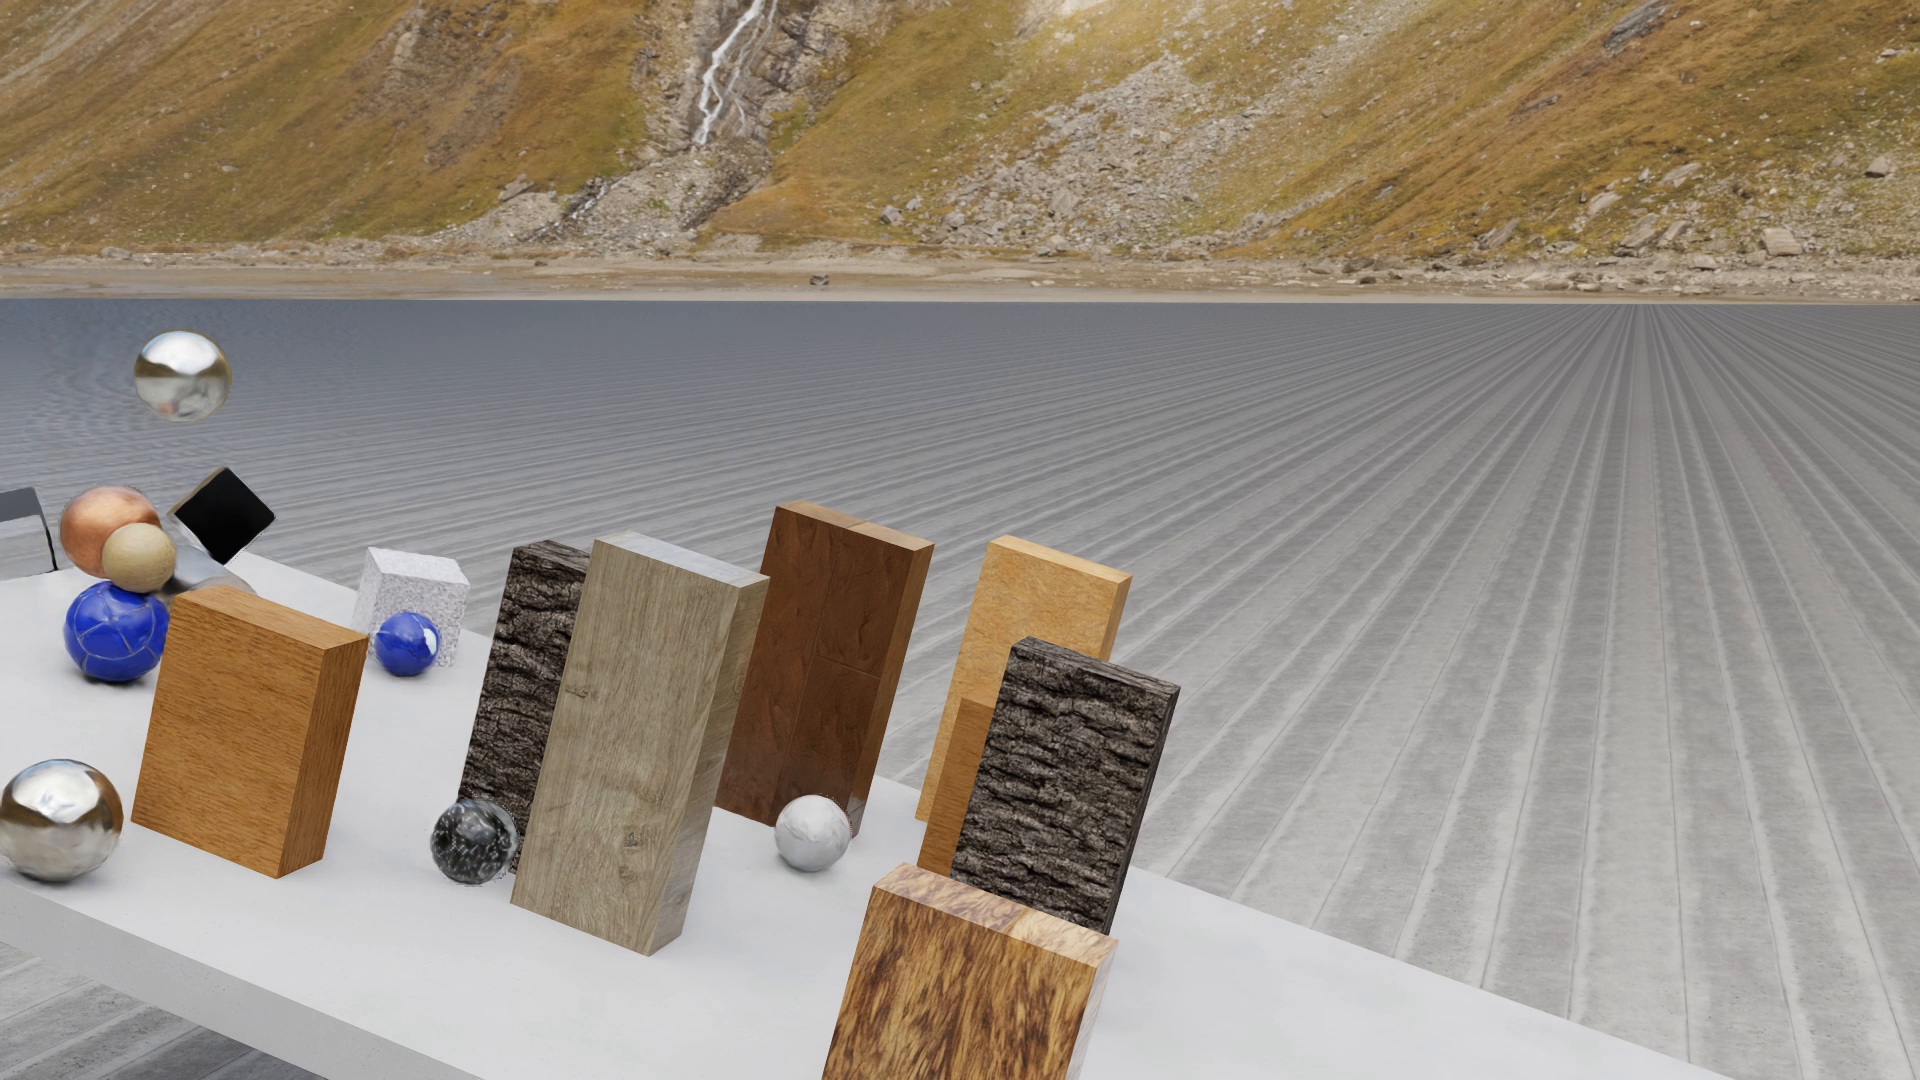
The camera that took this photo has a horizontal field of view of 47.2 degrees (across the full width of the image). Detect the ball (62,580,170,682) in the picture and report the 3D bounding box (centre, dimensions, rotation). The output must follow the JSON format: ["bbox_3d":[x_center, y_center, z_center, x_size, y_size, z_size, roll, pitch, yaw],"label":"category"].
[{"bbox_3d":[-1.725,0.185,4.502,0.208,0.208,0.208,0,7,0],"label":"ball"}]

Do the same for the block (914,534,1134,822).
[{"bbox_3d":[0.142,0.354,4.950,0.305,0.661,0.143,18,11,14],"label":"block"}]

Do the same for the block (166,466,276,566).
[{"bbox_3d":[-1.643,-0.054,4.887,0.153,0.153,0.153,-46,19,-19],"label":"block"}]

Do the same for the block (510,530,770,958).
[{"bbox_3d":[-0.571,0.359,3.912,0.282,0.690,0.138,18,11,14],"label":"block"}]

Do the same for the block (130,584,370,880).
[{"bbox_3d":[-1.245,0.332,3.854,0.305,0.422,0.140,18,11,14],"label":"block"}]

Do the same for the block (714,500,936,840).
[{"bbox_3d":[-0.303,0.284,4.689,0.316,0.668,0.140,18,11,14],"label":"block"}]

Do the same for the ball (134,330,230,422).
[{"bbox_3d":[-1.662,-0.350,4.697,0.194,0.194,0.194,0,7,0],"label":"ball"}]

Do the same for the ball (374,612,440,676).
[{"bbox_3d":[-1.262,0.237,5.018,0.147,0.147,0.147,0,7,0],"label":"ball"}]

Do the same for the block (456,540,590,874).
[{"bbox_3d":[-0.686,0.346,4.074,0.393,0.593,0.135,18,11,14],"label":"block"}]

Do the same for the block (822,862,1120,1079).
[{"bbox_3d":[0.002,0.764,3.354,0.358,0.426,0.143,18,11,14],"label":"block"}]

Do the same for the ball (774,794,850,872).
[{"bbox_3d":[-0.301,0.598,4.483,0.155,0.155,0.155,0,7,0],"label":"ball"}]

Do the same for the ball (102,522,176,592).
[{"bbox_3d":[-1.668,0.036,4.471,0.143,0.143,0.143,0,7,0],"label":"ball"}]

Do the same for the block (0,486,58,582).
[{"bbox_3d":[-2.235,0.024,5.149,0.191,0.191,0.191,-15,39,-25],"label":"block"}]

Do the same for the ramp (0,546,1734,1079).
[{"bbox_3d":[-0.383,0.758,4.244,4.000,0.100,2.000,18,11,14],"label":"ramp"}]

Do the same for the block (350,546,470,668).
[{"bbox_3d":[-1.301,0.158,5.197,0.207,0.207,0.207,9,12,-26],"label":"block"}]

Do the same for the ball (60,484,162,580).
[{"bbox_3d":[-1.802,-0.017,4.667,0.202,0.202,0.202,0,7,0],"label":"ball"}]

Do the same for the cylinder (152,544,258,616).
[{"bbox_3d":[-1.670,0.141,4.796,0.207,0.207,0.207,-7,23,-44],"label":"cylinder"}]

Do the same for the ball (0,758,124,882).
[{"bbox_3d":[-1.459,0.453,3.560,0.197,0.197,0.197,0,7,0],"label":"ball"}]

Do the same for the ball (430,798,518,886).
[{"bbox_3d":[-0.879,0.546,3.977,0.155,0.155,0.155,0,7,0],"label":"ball"}]

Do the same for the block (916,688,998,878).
[{"bbox_3d":[0.145,0.576,4.432,0.395,0.441,0.102,18,11,14],"label":"block"}]

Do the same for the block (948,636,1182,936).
[{"bbox_3d":[0.169,0.539,4.103,0.304,0.649,0.116,18,11,14],"label":"block"}]
